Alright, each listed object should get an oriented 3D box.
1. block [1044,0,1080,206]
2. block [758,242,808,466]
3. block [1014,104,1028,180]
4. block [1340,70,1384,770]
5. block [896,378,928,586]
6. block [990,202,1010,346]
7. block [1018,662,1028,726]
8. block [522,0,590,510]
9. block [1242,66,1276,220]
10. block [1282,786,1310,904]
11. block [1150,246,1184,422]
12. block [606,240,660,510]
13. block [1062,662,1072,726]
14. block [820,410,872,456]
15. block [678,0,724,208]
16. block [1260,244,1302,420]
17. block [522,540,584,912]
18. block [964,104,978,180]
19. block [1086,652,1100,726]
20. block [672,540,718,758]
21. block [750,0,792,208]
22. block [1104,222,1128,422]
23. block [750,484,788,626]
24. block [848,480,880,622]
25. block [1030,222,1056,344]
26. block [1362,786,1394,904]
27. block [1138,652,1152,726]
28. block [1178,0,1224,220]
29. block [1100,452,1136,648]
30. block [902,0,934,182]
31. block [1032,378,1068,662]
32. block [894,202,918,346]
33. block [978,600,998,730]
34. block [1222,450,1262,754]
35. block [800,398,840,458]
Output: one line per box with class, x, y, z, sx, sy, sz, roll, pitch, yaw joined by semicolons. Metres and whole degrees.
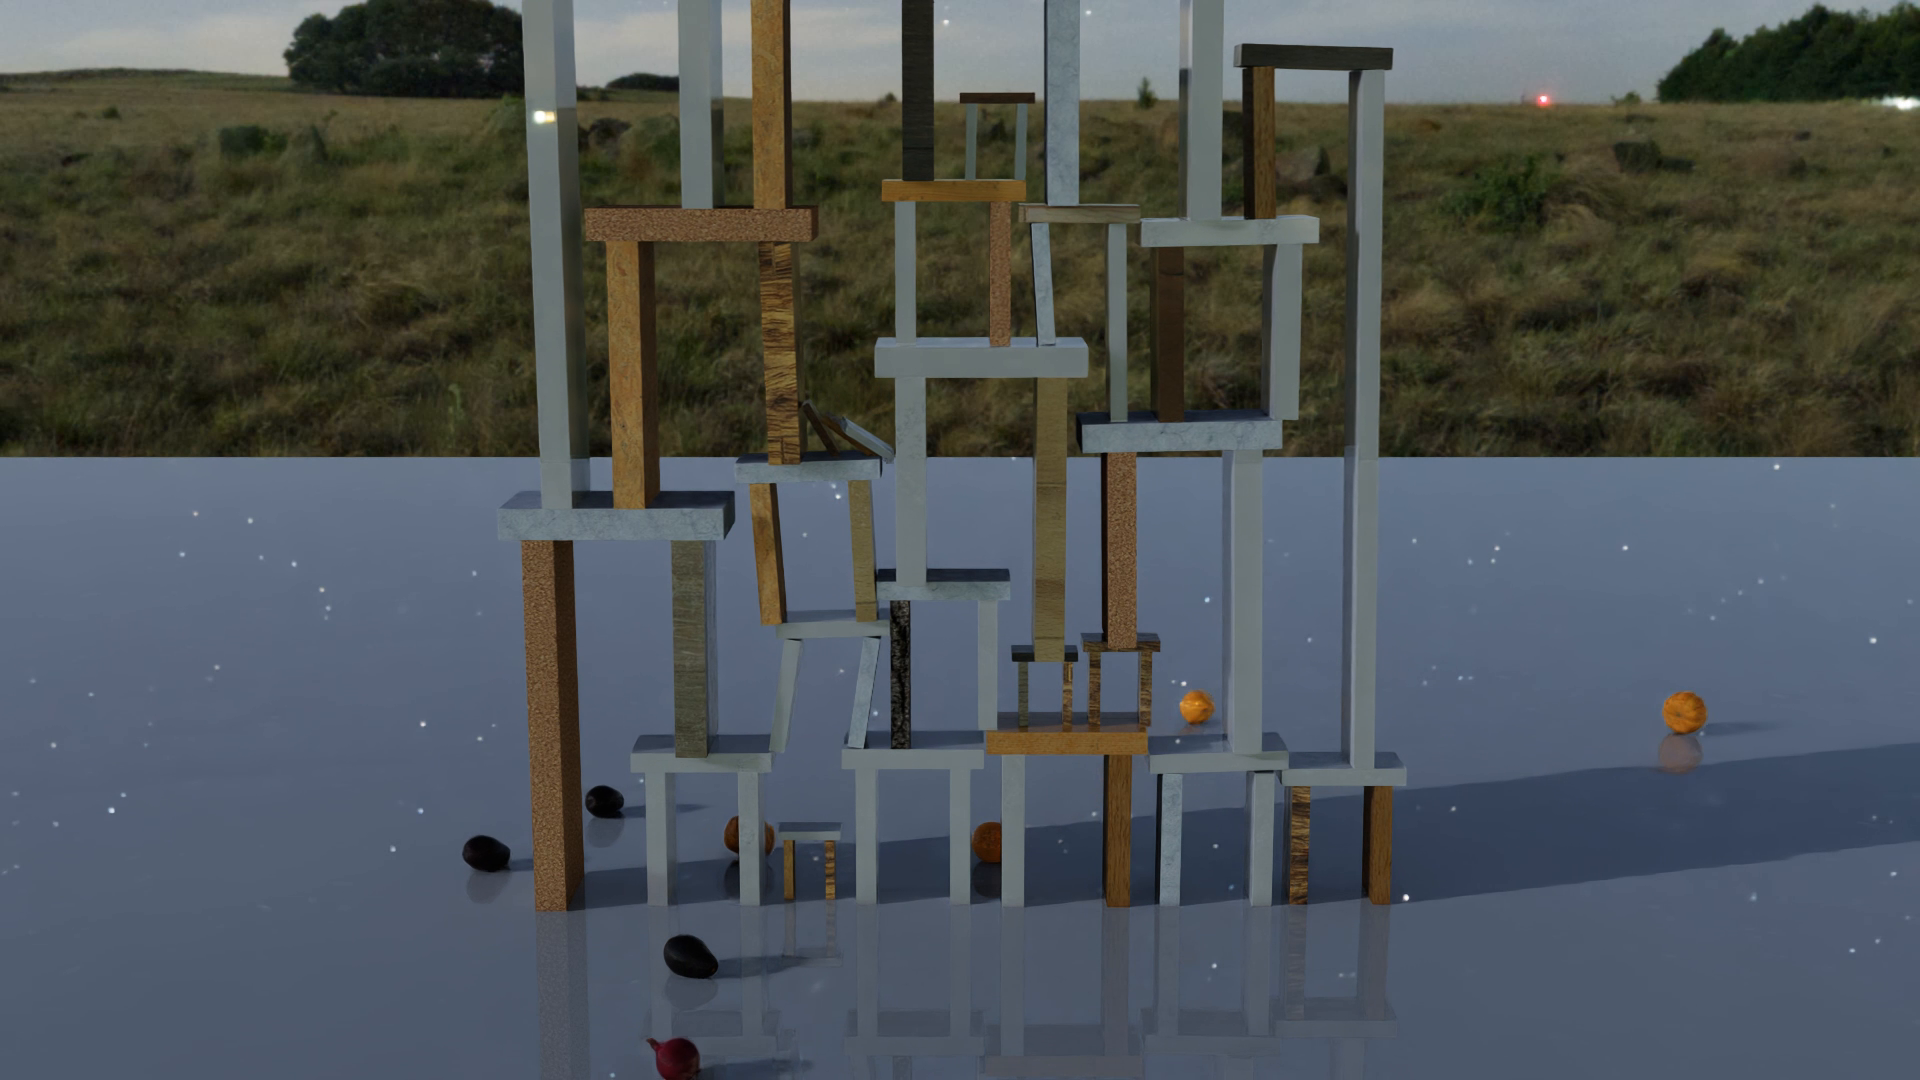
block;0.158;-0.692;3.427;0.047;0.334;0.167;0;11;0
block;-0.281;-0.305;3.505;0.049;0.347;0.174;-2;11;0
block;0.095;-0.624;3.444;0.017;0.117;0.059;2;11;-1
block;0.644;-0.185;3.528;0.033;1.112;0.116;-1;11;-1
block;-0.077;-0.105;3.535;0.047;0.332;0.166;0;11;0
block;0.063;-0.425;3.483;0.032;0.223;0.112;0;11;0
block;0.103;0.246;3.609;0.015;0.107;0.054;0;11;0
block;-0.636;-0.459;3.470;0.048;0.803;0.168;0;11;1
block;0.469;-0.623;3.452;0.033;0.231;0.116;-2;11;-1
block;0.557;0.491;3.648;0.029;0.203;0.101;0;11;1
block;0.329;-0.332;3.500;0.039;0.275;0.137;-1;11;-1
block;-0.520;-0.270;3.507;0.049;0.418;0.174;0;11;0
block;0.176;0.246;3.609;0.015;0.107;0.054;0;11;0
block;-0.179;-0.171;3.532;0.095;0.014;0.048;36;11;-3
block;-0.402;-0.689;3.427;0.048;0.336;0.168;0;11;0
block;0.511;-0.336;3.502;0.039;0.275;0.137;-1;10;-1
block;-0.668;0.287;3.617;0.050;0.615;0.178;0;11;0
block;0.017;-0.623;3.444;0.017;0.117;0.059;1;11;-1
block;0.219;0.237;3.606;0.018;0.125;0.063;0;11;0
block;-0.432;0.159;3.590;0.050;0.355;0.178;0;11;0
block;-0.293;-0.712;3.430;0.048;0.381;0.169;0;11;0
block;0.248;-0.348;3.495;0.027;0.311;0.094;-1;11;-1
block;-0.310;0.013;3.562;0.033;0.230;0.115;-4;10;1
block;-0.156;0.008;3.561;0.033;0.230;0.115;-3;10;0
block;0.130;-0.408;3.481;0.027;0.189;0.094;-4;11;1
block;0.692;0.491;3.648;0.029;0.203;0.101;-1;11;0
block;0.303;0.237;3.606;0.018;0.125;0.063;0;11;0
block;0.375;-0.683;3.435;0.047;0.359;0.167;-1;11;-1
block;0.257;0.004;3.560;0.045;0.315;0.158;-1;10;0
block;-0.066;-0.731;3.420;0.048;0.338;0.169;0;11;-1
block;0.143;-0.044;3.548;0.047;0.455;0.166;0;11;0
block;-0.085;-0.425;3.482;0.032;0.223;0.112;0;11;0
block;0.045;0.193;3.598;0.030;0.215;0.108;0;11;0
block;0.459;0.088;3.583;0.045;0.497;0.158;-1;11;0
block;-0.223;-0.180;3.526;0.014;0.095;0.048;-30;11;6
